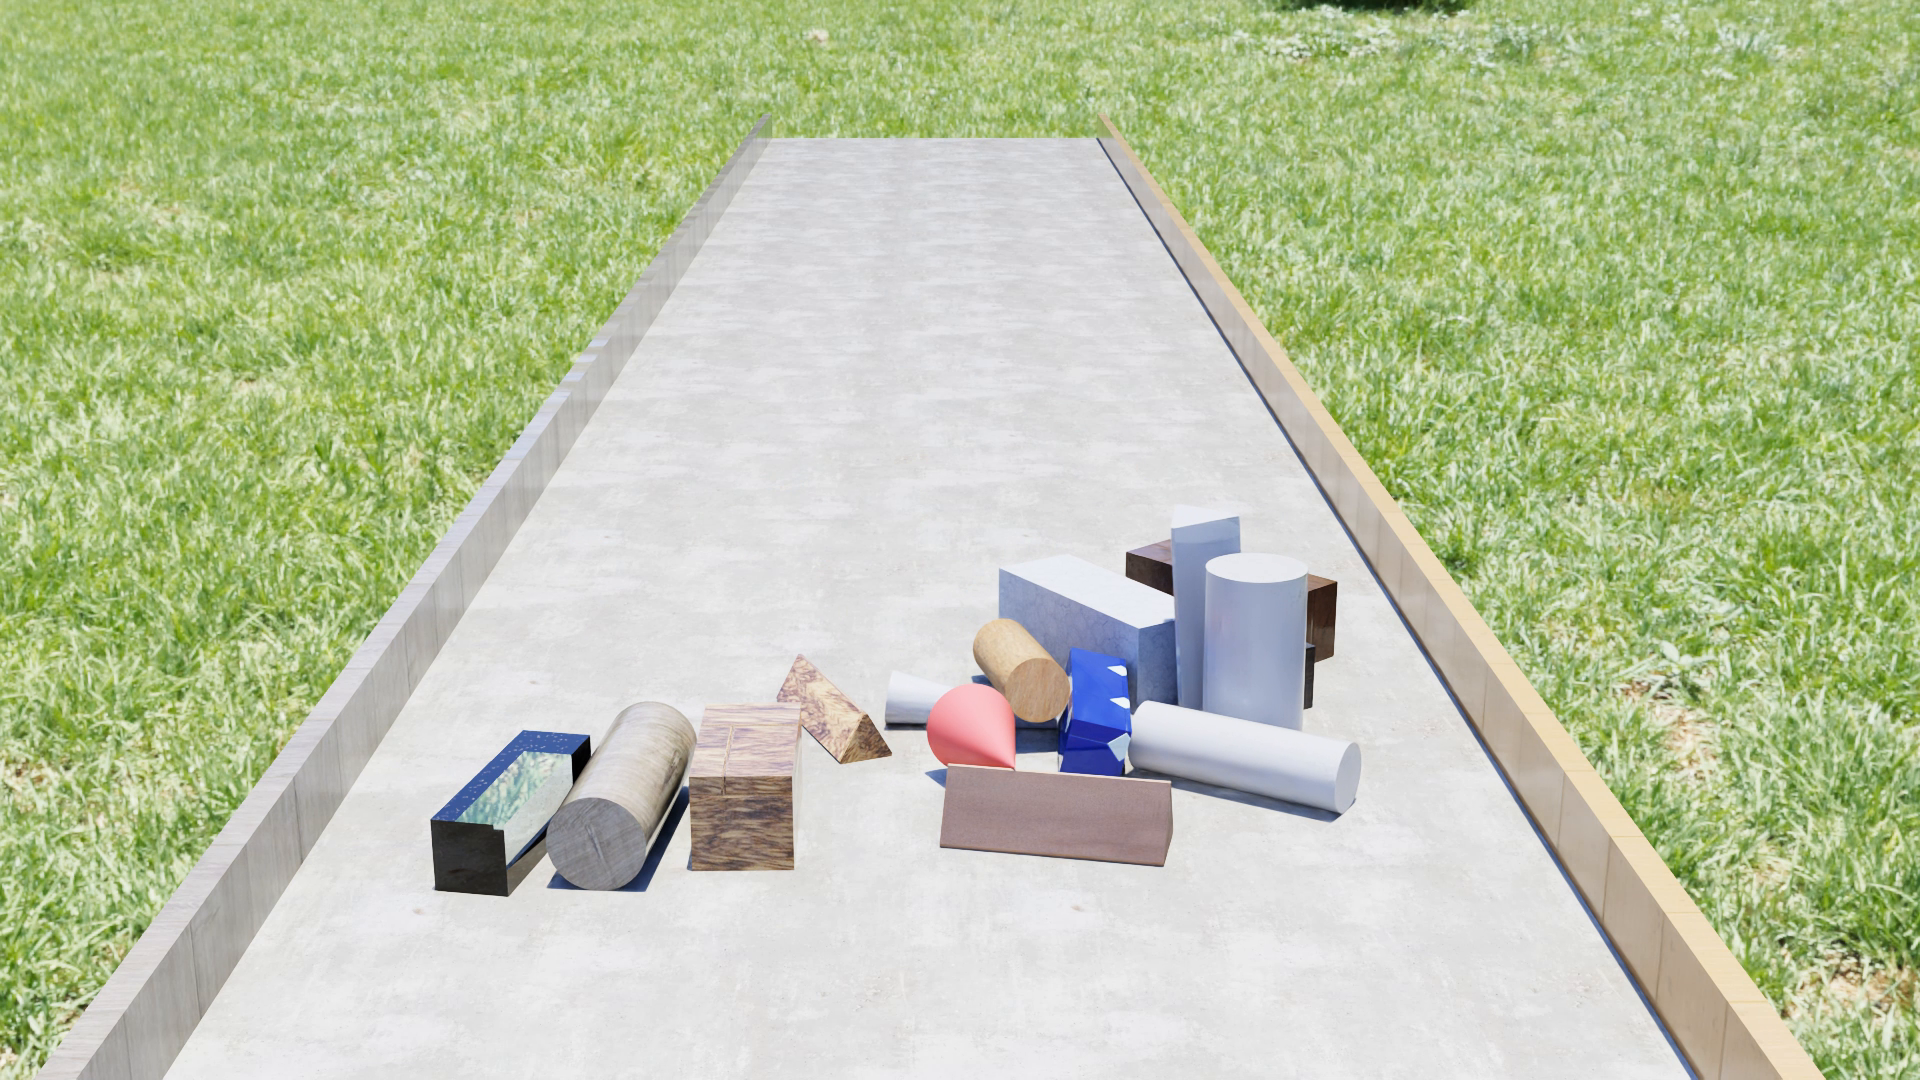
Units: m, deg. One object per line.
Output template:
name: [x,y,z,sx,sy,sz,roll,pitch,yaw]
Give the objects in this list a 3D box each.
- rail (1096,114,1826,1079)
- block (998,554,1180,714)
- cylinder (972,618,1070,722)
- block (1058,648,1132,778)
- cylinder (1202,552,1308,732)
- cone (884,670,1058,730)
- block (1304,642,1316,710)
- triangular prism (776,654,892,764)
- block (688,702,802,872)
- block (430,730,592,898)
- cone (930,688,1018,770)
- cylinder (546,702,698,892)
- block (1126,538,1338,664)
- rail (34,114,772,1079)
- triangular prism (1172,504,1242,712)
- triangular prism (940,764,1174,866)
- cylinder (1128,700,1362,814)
rail: [0.932,-0.844,7.801,0.050,0.150,12.000,0,17,-1]
block: [0.277,0.179,4.321,0.173,0.173,0.456,-11,20,-32]
cylinder: [0.111,0.240,4.111,0.118,0.118,0.407,-2,8,-8]
block: [0.240,0.313,3.956,0.104,0.104,0.371,13,17,-2]
cylinder: [0.522,0.213,3.903,0.179,0.344,0.179,-1,16,0]
cone: [0.072,0.321,4.060,0.410,0.100,0.100,9,17,5]
block: [0.512,0.224,4.257,0.123,0.123,0.371,-11,20,-33]
triangular prism: [-0.236,0.303,4.050,0.099,0.086,0.349,-7,18,-22]
block: [-0.346,0.399,3.602,0.161,0.161,0.322,0,17,-1]
block: [-0.717,0.435,3.553,0.120,0.120,0.380,3,17,10]
cone: [0.055,0.349,3.698,0.159,0.159,0.301,-3,5,-11]
cylinder: [-0.543,0.409,3.577,0.157,0.157,0.414,1,17,4]
block: [0.550,0.129,4.514,0.158,0.158,0.429,-15,22,-41]
rail: [-1.118,-0.838,7.780,0.050,0.150,12.000,0,17,-1]
triangular prism: [0.435,0.136,4.059,0.136,0.393,0.118,-11,19,-18]
triangular prism: [0.159,0.431,3.565,0.363,0.115,0.133,3,17,11]
cylinder: [0.485,0.370,3.771,0.382,0.121,0.121,10,19,29]
